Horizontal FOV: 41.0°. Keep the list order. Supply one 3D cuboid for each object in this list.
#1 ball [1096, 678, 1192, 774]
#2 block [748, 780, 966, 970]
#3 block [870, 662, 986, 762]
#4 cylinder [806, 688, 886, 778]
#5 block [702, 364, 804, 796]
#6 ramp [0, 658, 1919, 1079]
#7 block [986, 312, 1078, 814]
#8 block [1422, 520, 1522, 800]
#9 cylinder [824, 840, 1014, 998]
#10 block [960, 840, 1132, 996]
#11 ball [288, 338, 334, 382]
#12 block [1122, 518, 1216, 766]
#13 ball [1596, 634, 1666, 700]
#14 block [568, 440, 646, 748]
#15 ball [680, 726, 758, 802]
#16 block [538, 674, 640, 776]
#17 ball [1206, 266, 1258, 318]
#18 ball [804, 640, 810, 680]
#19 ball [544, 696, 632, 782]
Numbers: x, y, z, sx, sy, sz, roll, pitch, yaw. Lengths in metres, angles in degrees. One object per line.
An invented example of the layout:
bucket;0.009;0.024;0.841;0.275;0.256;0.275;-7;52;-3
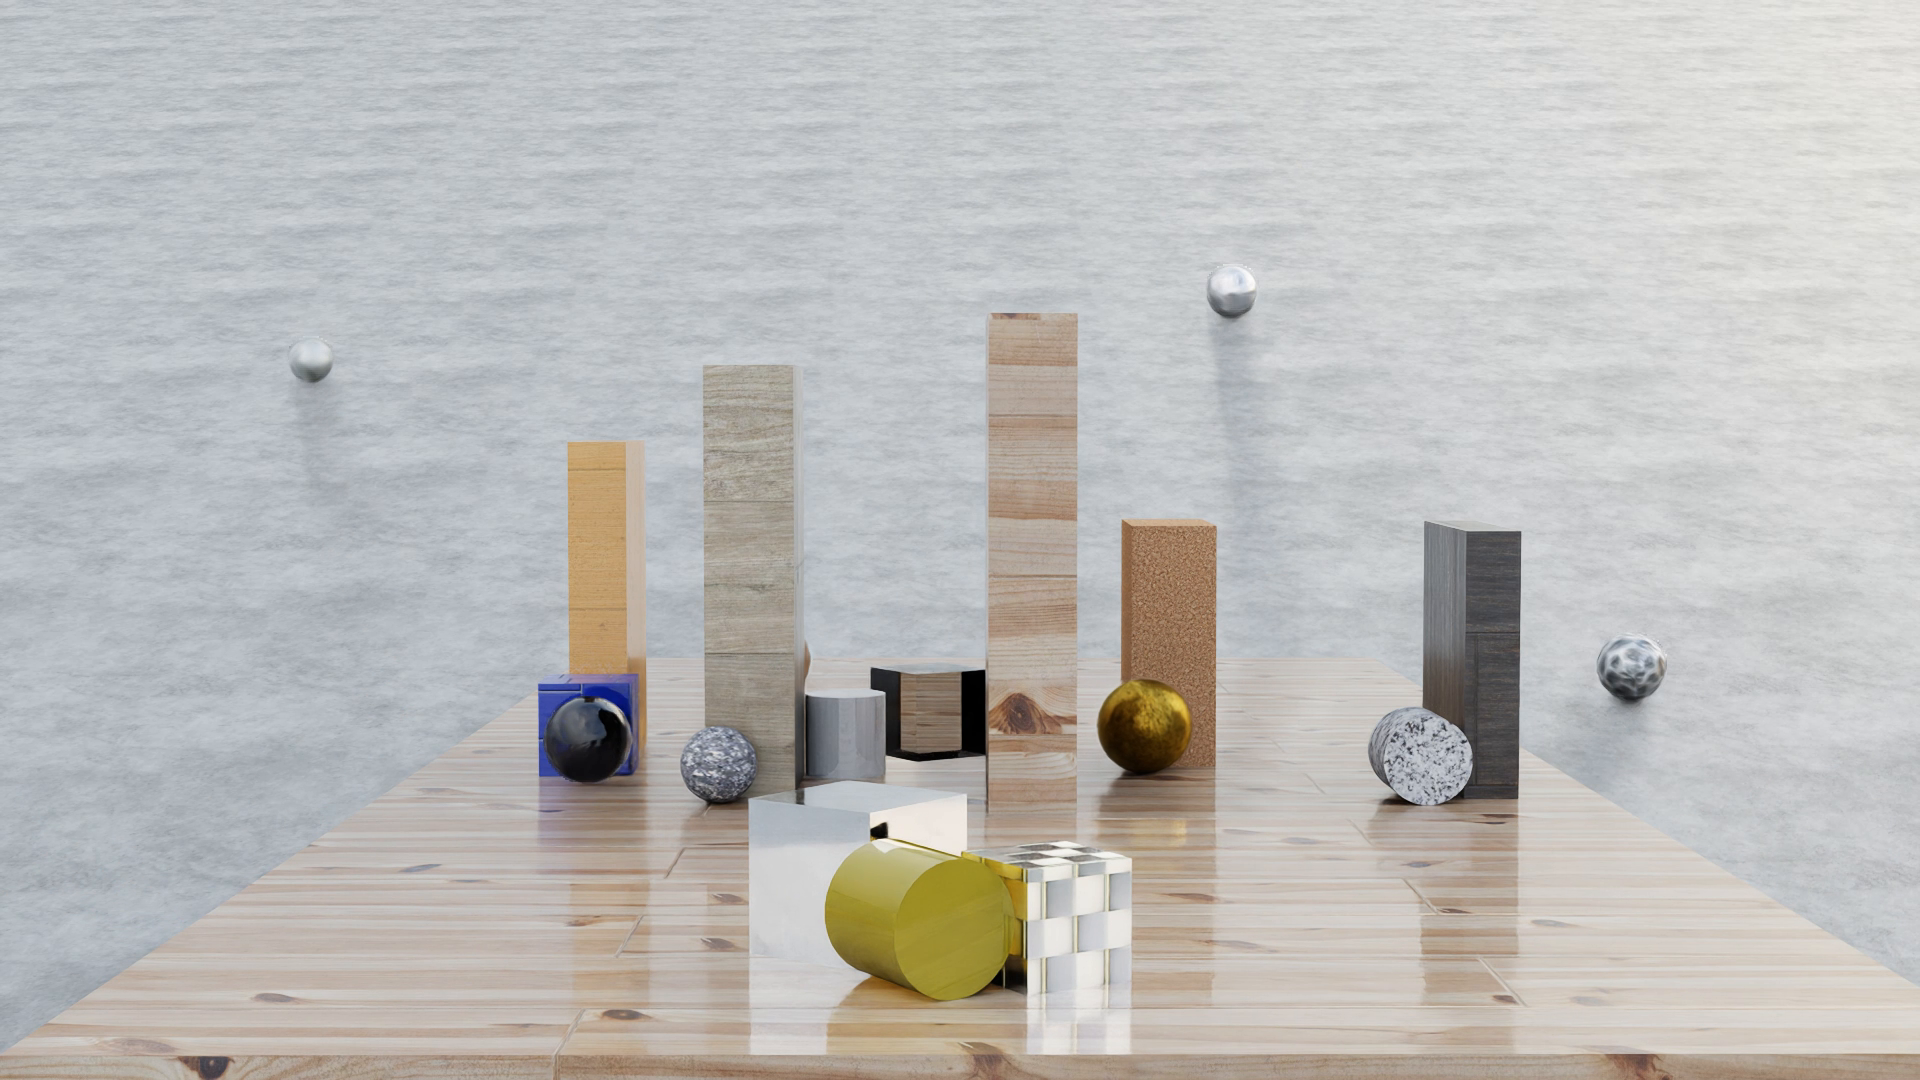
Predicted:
ball;0.320;0.323;4.471;0.164;0.164;0.164;0;22;0
block;-0.119;0.391;3.017;0.182;0.182;0.182;2;4;37
block;-0.056;0.314;4.720;0.158;0.158;0.158;-2;4;-33
cylinder;-0.199;0.336;4.473;0.139;0.139;0.139;0;3;0
block;-0.344;0.061;4.323;0.147;0.705;0.270;0;3;0
ramp;0.050;0.453;4.532;2.000;0.100;4.000;0;3;0
block;0.113;0.027;4.221;0.138;0.782;0.426;0;3;0
block;0.862;0.193;4.351;0.089;0.436;0.374;0;3;0
cylinder;-0.045;0.415;2.826;0.153;0.153;0.153;-14;8;-32
block;0.096;0.420;2.875;0.138;0.138;0.138;-2;3;-32
ball;-2.250;-0.622;8.911;0.151;0.151;0.151;0;22;0
block;0.378;0.181;4.688;0.150;0.427;0.284;0;3;0
ball;1.696;0.320;6.500;0.170;0.170;0.170;0;22;0
block;-0.647;0.105;4.731;0.103;0.574;0.283;0;3;0
ball;-0.389;0.361;4.141;0.124;0.124;0.124;0;22;0
block;-0.651;0.324;4.517;0.161;0.161;0.161;0;3;-3
ball;1.019;-0.931;9.637;0.192;0.192;0.192;0;22;0
ball;-0.411;0.262;5.635;0.167;0.167;0.167;0;22;0
ball;-0.631;0.338;4.365;0.148;0.148;0.148;0;22;0
